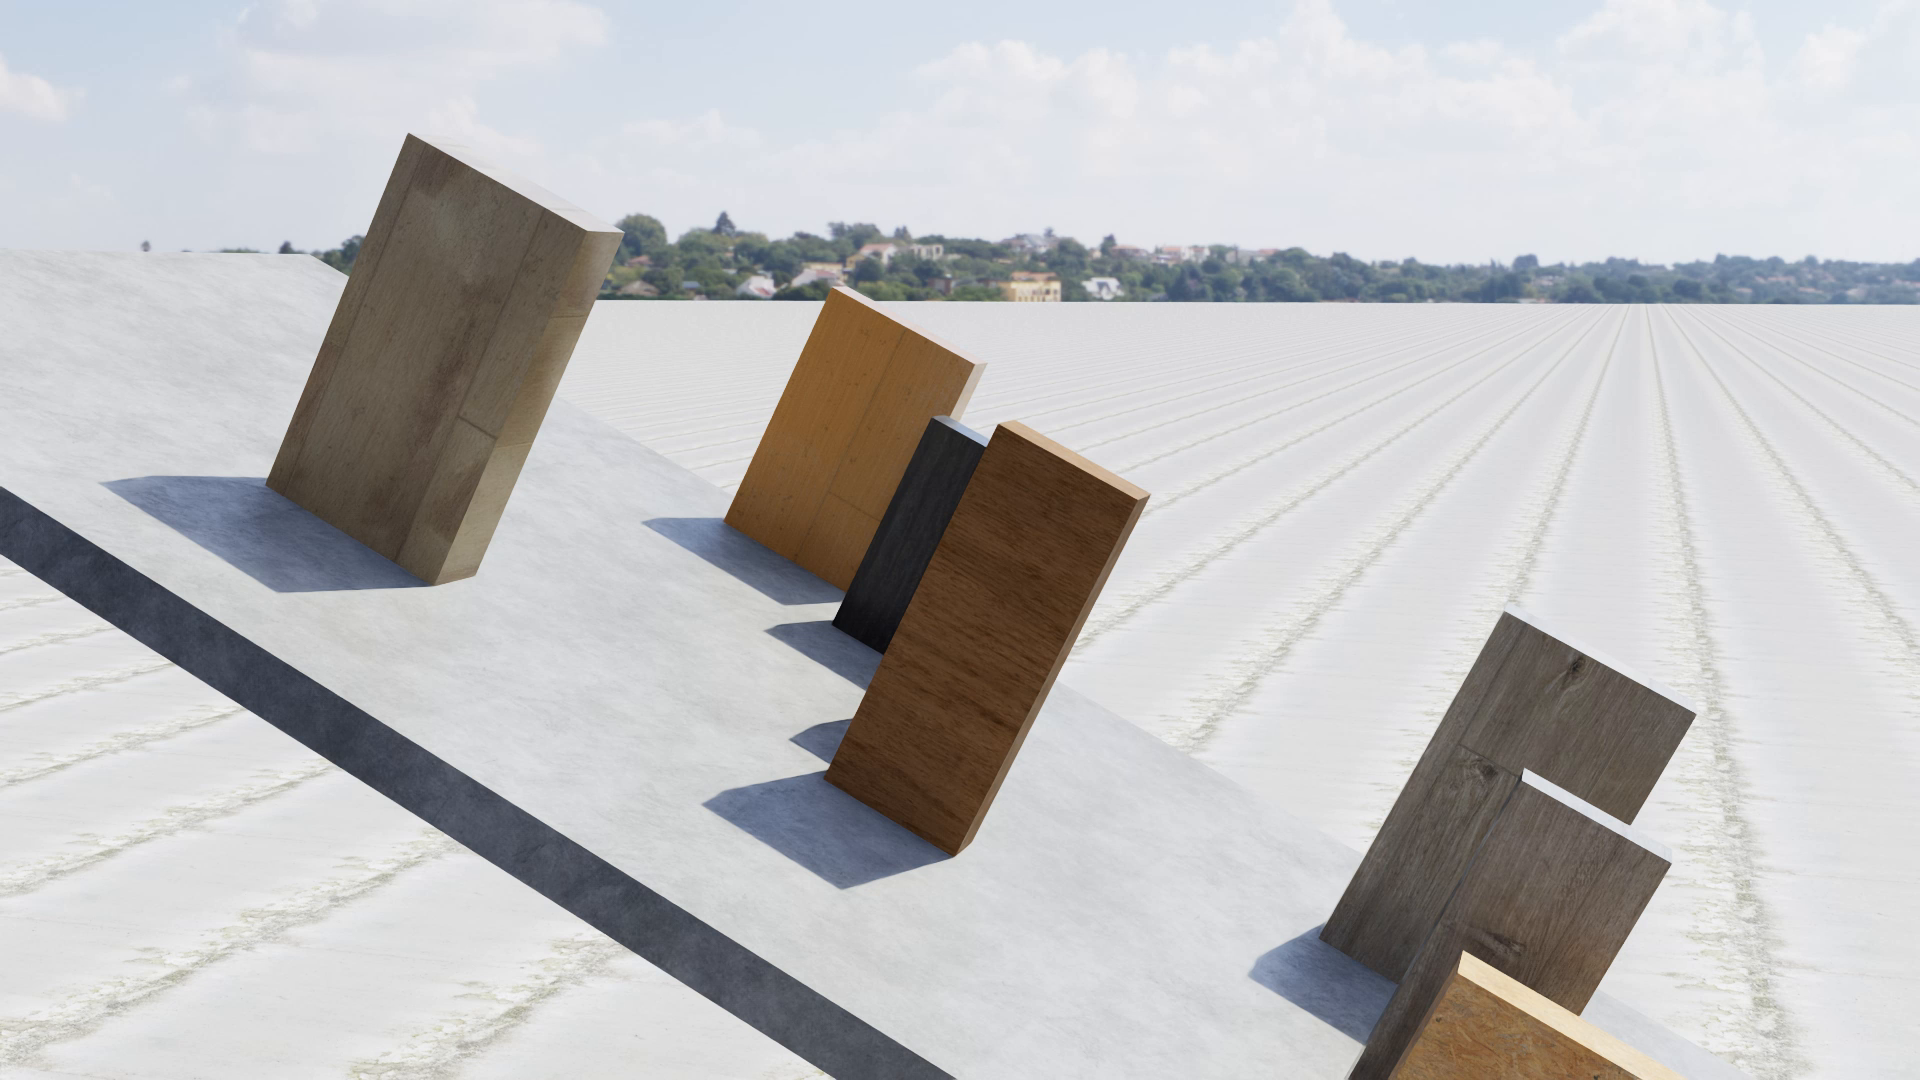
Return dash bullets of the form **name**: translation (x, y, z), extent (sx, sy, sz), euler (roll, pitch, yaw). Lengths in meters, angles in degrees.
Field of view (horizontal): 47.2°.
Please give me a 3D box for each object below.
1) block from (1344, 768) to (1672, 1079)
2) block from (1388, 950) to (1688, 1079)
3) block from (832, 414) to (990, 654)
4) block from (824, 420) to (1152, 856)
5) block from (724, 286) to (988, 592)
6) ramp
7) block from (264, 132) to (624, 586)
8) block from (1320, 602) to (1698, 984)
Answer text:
- **block**: translation (0.802, 0.697, 3.341), extent (0.242, 0.664, 0.084), euler (29, 14, 12)
- **block**: translation (0.767, 0.870, 3.130), extent (0.355, 0.433, 0.106), euler (29, 14, 12)
- **block**: translation (0.013, 0.051, 4.622), extent (0.389, 0.500, 0.089), euler (29, 14, 12)
- **block**: translation (0.043, 0.171, 3.801), extent (0.271, 0.707, 0.106), euler (29, 14, 12)
- **block**: translation (-0.239, -0.218, 4.948), extent (0.371, 0.596, 0.098), euler (29, 14, 12)
- **ramp**: translation (-0.238, 0.399, 4.156), extent (4.000, 0.100, 2.000), euler (29, 14, 12)
- **block**: translation (-0.915, -0.317, 3.889), extent (0.377, 0.691, 0.144), euler (29, 14, 12)
- **block**: translation (1.038, 0.538, 4.195), extent (0.390, 0.737, 0.120), euler (29, 14, 12)
